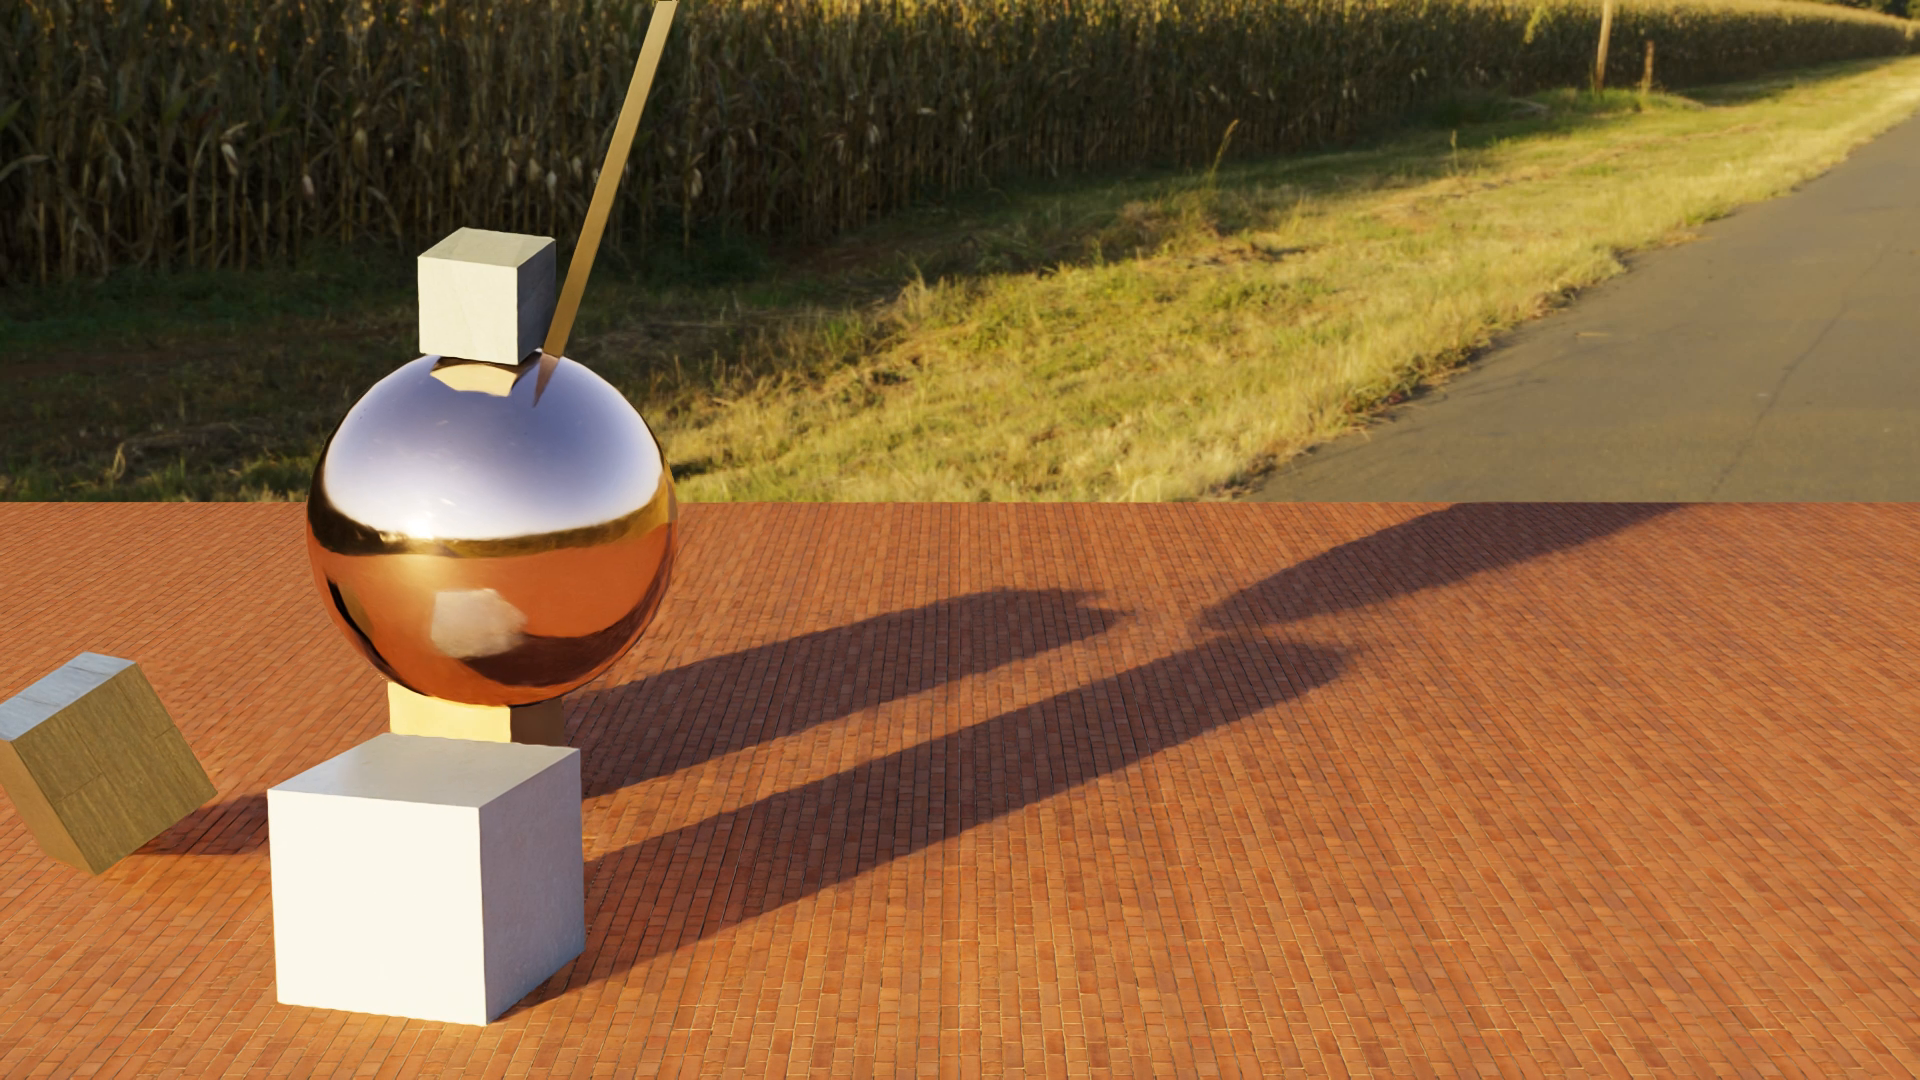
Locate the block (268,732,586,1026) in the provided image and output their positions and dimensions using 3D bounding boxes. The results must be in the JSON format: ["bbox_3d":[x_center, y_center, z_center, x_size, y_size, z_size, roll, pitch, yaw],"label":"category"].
[{"bbox_3d":[-2.065,1.303,10.043,0.875,0.844,0.889,3,11,16],"label":"block"}]

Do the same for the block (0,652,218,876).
[{"bbox_3d":[-3.866,0.981,11.408,0.624,0.701,0.755,-37,21,-29],"label":"block"}]

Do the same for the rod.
[{"bbox_3d":[-0.877,-3.211,10.597,0.080,5.200,0.080,19,10,-3],"label":"rod"}]

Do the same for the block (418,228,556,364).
[{"bbox_3d":[-2.001,-1.041,10.895,0.429,0.420,0.485,8,22,9],"label":"block"}]

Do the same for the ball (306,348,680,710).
[{"bbox_3d":[-2.024,-0.062,11.169,1.600,1.600,1.600,0,10,0],"label":"ball"}]

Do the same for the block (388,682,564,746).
[{"bbox_3d":[-2.340,0.959,12.471,0.622,0.651,0.612,3,11,15],"label":"block"}]
